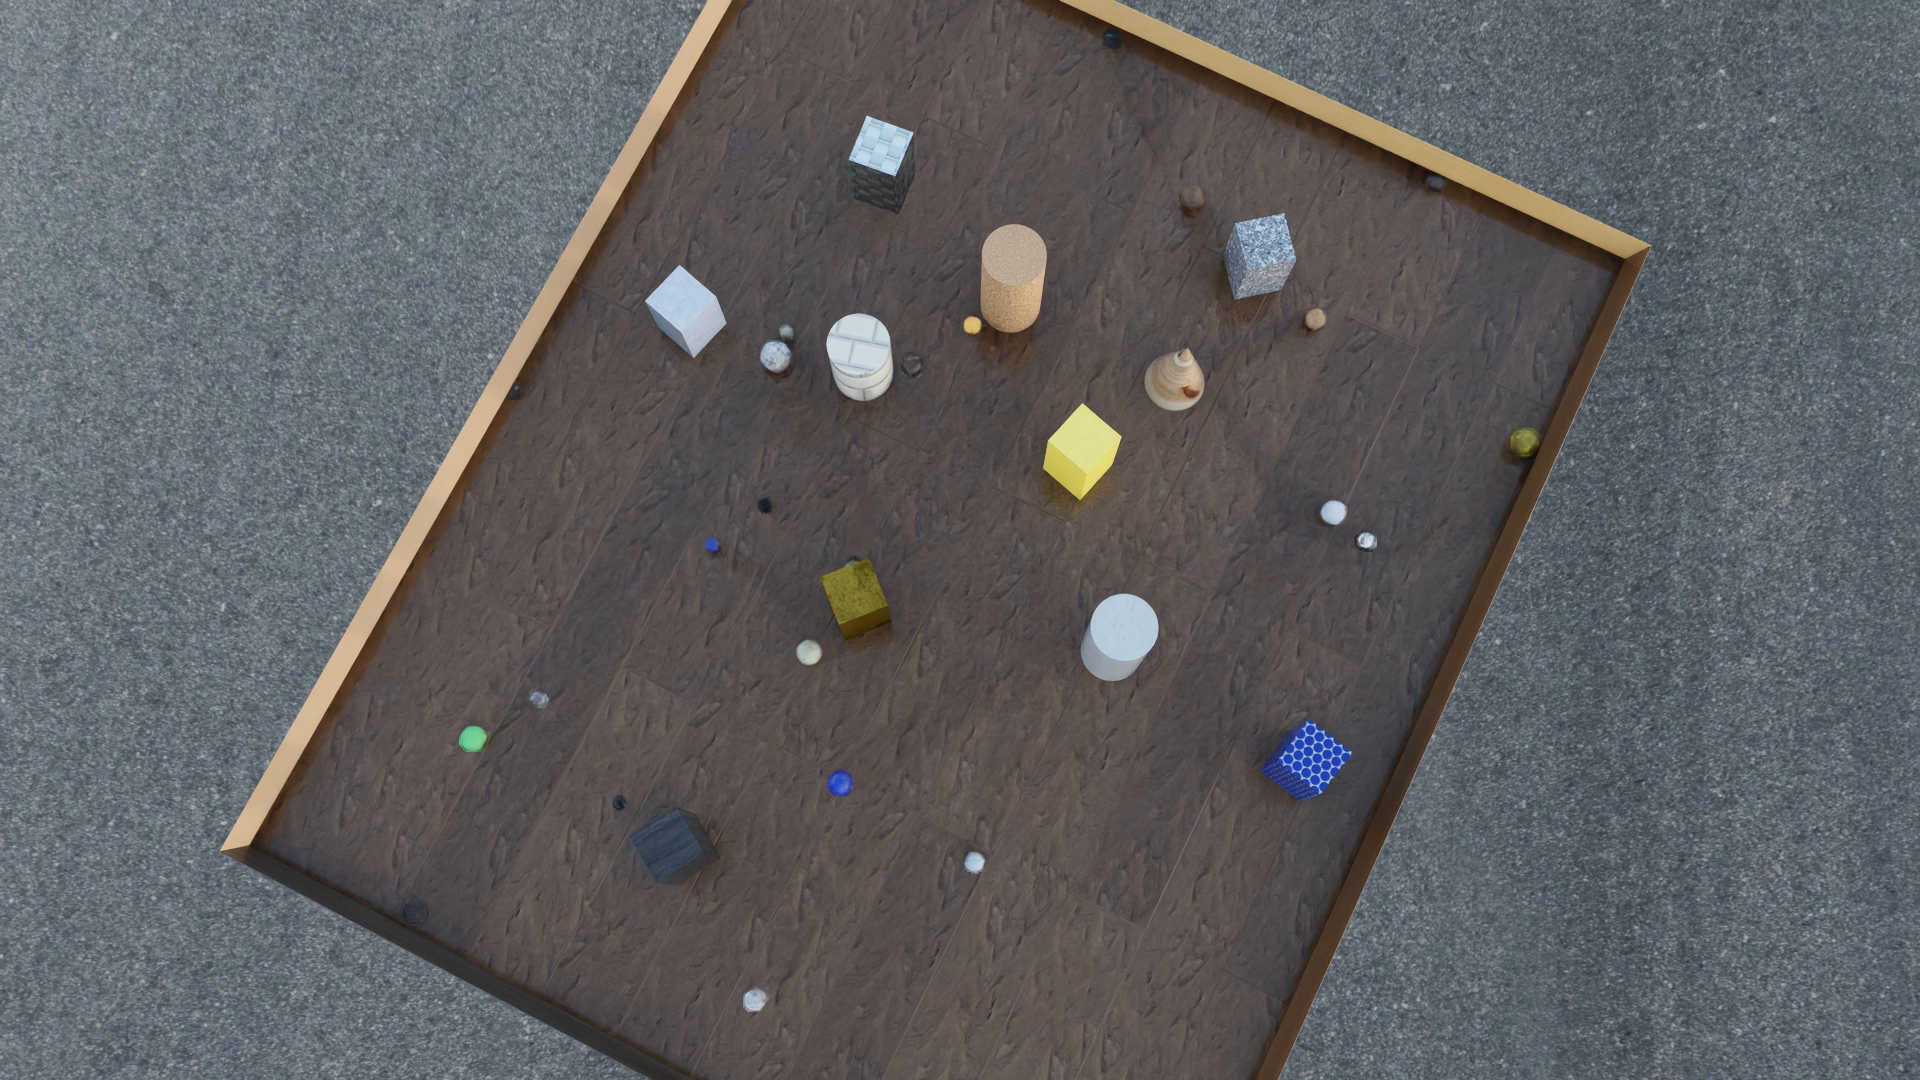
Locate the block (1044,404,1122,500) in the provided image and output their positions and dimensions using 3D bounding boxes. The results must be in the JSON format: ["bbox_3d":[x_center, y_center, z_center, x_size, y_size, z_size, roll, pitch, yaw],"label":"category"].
[{"bbox_3d":[0.363,-0.261,5.500,0.151,0.334,0.151,41,81,8],"label":"block"}]

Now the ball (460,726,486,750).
[{"bbox_3d":[-1.450,0.590,5.456,0.075,0.075,0.075,0,78,0],"label":"ball"}]

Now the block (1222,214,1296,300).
[{"bbox_3d":[0.922,-0.873,5.658,0.151,0.272,0.151,-12,79,-2],"label":"block"}]

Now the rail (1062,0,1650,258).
[{"bbox_3d":[0.789,-1.539,5.871,3.008,0.123,0.045,26,80,5],"label":"rail"}]

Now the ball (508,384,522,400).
[{"bbox_3d":[-1.384,-0.460,5.688,0.047,0.047,0.047,0,78,0],"label":"ball"}]

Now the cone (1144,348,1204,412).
[{"bbox_3d":[0.670,-0.529,5.549,0.189,0.346,0.189,0,78,0],"label":"cone"}]

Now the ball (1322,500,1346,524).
[{"bbox_3d":[1.140,-0.085,5.596,0.074,0.074,0.074,0,78,0],"label":"ball"}]

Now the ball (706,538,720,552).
[{"bbox_3d":[-0.753,0.016,5.592,0.041,0.041,0.041,0,78,0],"label":"ball"}]

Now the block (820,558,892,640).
[{"bbox_3d":[-0.306,0.178,5.425,0.151,0.302,0.151,-22,79,-4],"label":"block"}]

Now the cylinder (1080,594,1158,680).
[{"bbox_3d":[0.459,0.288,5.331,0.189,0.442,0.189,0,78,0],"label":"cylinder"}]

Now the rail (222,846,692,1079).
[{"bbox_3d":[-0.789,1.552,5.232,3.008,0.123,0.045,26,80,5],"label":"rail"}]

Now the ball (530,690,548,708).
[{"bbox_3d":[-1.261,0.478,5.489,0.055,0.055,0.055,0,78,0],"label":"ball"}]

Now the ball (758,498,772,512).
[{"bbox_3d":[-0.595,-0.106,5.616,0.043,0.043,0.043,0,78,0],"label":"ball"}]

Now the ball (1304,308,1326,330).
[{"bbox_3d":[1.109,-0.690,5.727,0.064,0.064,0.064,0,78,0],"label":"ball"}]

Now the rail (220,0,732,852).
[{"bbox_3d":[-1.324,-0.642,5.685,0.045,0.123,3.576,26,80,5],"label":"rail"}]

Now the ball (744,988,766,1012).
[{"bbox_3d":[-0.594,1.333,5.309,0.063,0.063,0.063,0,78,0],"label":"ball"}]

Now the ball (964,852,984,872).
[{"bbox_3d":[0.042,0.947,5.391,0.058,0.058,0.058,0,78,0],"label":"ball"}]

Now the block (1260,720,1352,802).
[{"bbox_3d":[1.001,0.643,5.324,0.151,0.313,0.151,38,81,7],"label":"block"}]

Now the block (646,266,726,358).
[{"bbox_3d":[-0.840,-0.700,5.633,0.151,0.251,0.151,41,81,8],"label":"block"}]

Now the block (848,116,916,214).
[{"bbox_3d":[-0.239,-1.162,5.699,0.151,0.308,0.151,20,79,4],"label":"block"}]

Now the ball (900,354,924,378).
[{"bbox_3d":[-0.147,-0.540,5.691,0.073,0.073,0.073,0,78,0],"label":"ball"}]

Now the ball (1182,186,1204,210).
[{"bbox_3d":[0.739,-1.082,5.802,0.074,0.074,0.074,0,78,0],"label":"ball"}]

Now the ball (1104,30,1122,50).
[{"bbox_3d":[0.493,-1.616,5.921,0.057,0.057,0.057,0,78,0],"label":"ball"}]

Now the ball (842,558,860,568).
[{"bbox_3d":[-0.322,0.086,5.565,0.067,0.067,0.067,0,78,0],"label":"ball"}]

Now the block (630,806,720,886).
[{"bbox_3d":[-0.812,0.880,5.249,0.151,0.364,0.151,-31,80,-6],"label":"block"}]

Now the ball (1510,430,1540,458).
[{"bbox_3d":[1.737,-0.298,5.634,0.086,0.086,0.086,0,78,0],"label":"ball"}]

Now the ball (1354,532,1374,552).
[{"bbox_3d":[1.233,0.004,5.585,0.060,0.060,0.060,0,78,0],"label":"ball"}]

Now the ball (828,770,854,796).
[{"bbox_3d":[-0.353,0.719,5.429,0.075,0.075,0.075,0,78,0],"label":"ball"}]

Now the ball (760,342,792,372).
[{"bbox_3d":[-0.571,-0.570,5.686,0.095,0.095,0.095,0,78,0],"label":"ball"}]

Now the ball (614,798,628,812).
[{"bbox_3d":[-1.007,0.783,5.434,0.041,0.041,0.041,0,78,0],"label":"ball"}]

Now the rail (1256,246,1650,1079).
[{"bbox_3d":[1.324,0.655,5.417,0.045,0.123,3.576,26,80,5],"label":"rail"}]

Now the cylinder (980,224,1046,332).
[{"bbox_3d":[0.158,-0.787,5.557,0.189,0.436,0.189,0,78,0],"label":"cylinder"}]

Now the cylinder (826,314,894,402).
[{"bbox_3d":[-0.302,-0.554,5.586,0.189,0.284,0.189,0,78,0],"label":"cylinder"}]

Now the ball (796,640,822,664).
[{"bbox_3d":[-0.452,0.338,5.508,0.076,0.076,0.076,0,78,0],"label":"ball"}]

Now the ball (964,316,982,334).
[{"bbox_3d":[0.041,-0.671,5.727,0.056,0.056,0.056,0,78,0],"label":"ball"}]

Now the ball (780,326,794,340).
[{"bbox_3d":[-0.542,-0.644,5.727,0.044,0.044,0.044,0,78,0],"label":"ball"}]

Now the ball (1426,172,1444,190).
[{"bbox_3d":[1.508,-1.140,5.822,0.058,0.058,0.058,0,78,0],"label":"ball"}]

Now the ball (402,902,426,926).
[{"bbox_3d":[-1.596,1.091,5.356,0.068,0.068,0.068,0,78,0],"label":"ball"}]
